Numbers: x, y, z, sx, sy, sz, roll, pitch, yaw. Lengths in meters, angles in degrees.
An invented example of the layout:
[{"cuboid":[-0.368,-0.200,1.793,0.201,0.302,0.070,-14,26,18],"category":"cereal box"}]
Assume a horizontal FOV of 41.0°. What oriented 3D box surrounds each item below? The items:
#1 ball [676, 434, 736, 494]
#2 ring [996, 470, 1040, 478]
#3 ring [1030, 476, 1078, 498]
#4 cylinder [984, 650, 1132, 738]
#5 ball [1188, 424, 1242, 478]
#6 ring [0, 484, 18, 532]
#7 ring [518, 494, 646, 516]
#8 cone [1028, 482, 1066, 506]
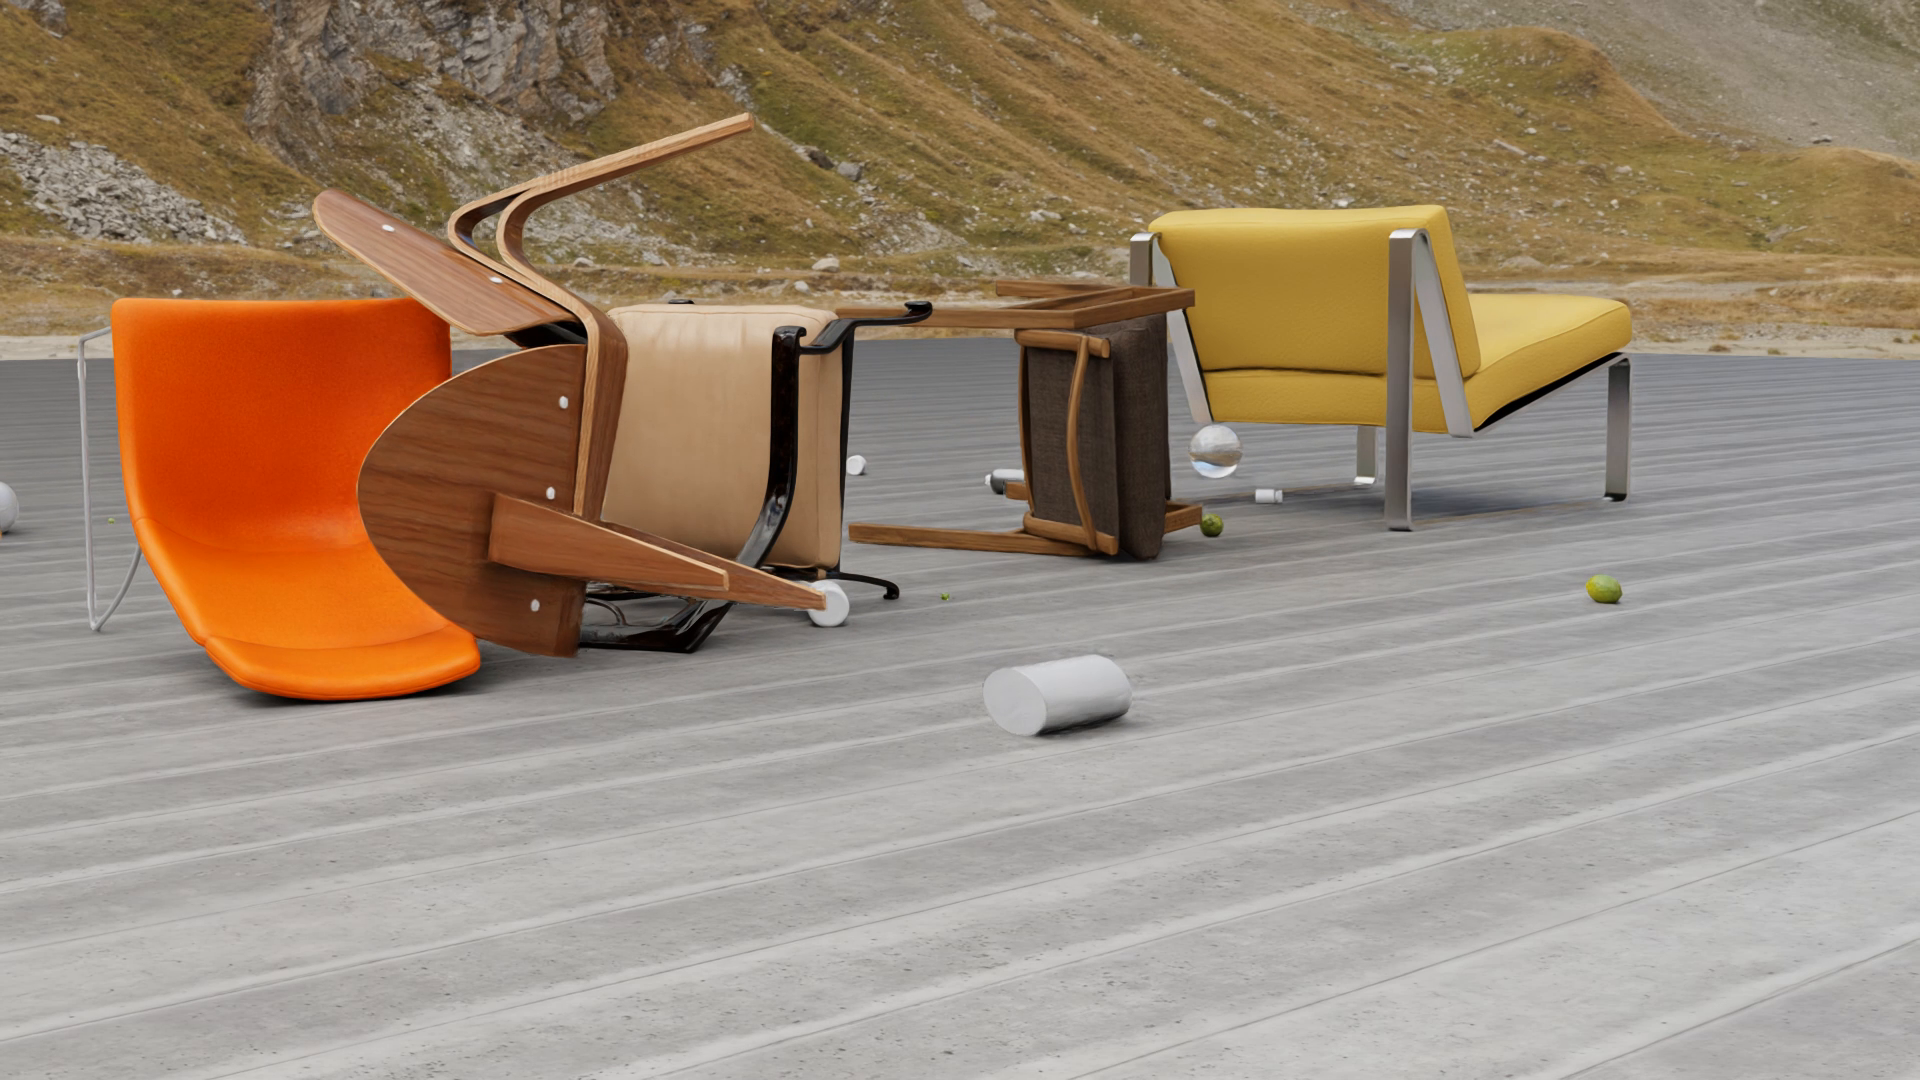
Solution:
[{"cuboid":[-0.770,-0.231,7.762,0.182,0.182,0.182,0,6,0],"category":"ball"},{"cuboid":[0.187,-0.215,8.393,0.147,0.022,0.132,0,6,-4],"category":"ring"},{"cuboid":[0.282,-0.160,7.673,0.162,0.060,0.122,-6,7,-38],"category":"ring"},{"cuboid":[0.144,0.226,3.755,0.123,0.091,0.192,30,27,35],"category":"cylinder"},{"cuboid":[0.832,-0.290,8.364,0.177,0.177,0.177,0,6,0],"category":"ball"},{"cuboid":[-2.583,-0.079,6.540,0.348,0.135,0.345,5,8,29],"category":"ring"},{"cuboid":[-1.051,-0.097,7.146,0.358,0.044,0.277,1,5,6],"category":"ring"},{"cuboid":[0.252,-0.138,7.426,0.120,0.066,0.116,0,6,-1],"category":"cone"}]
